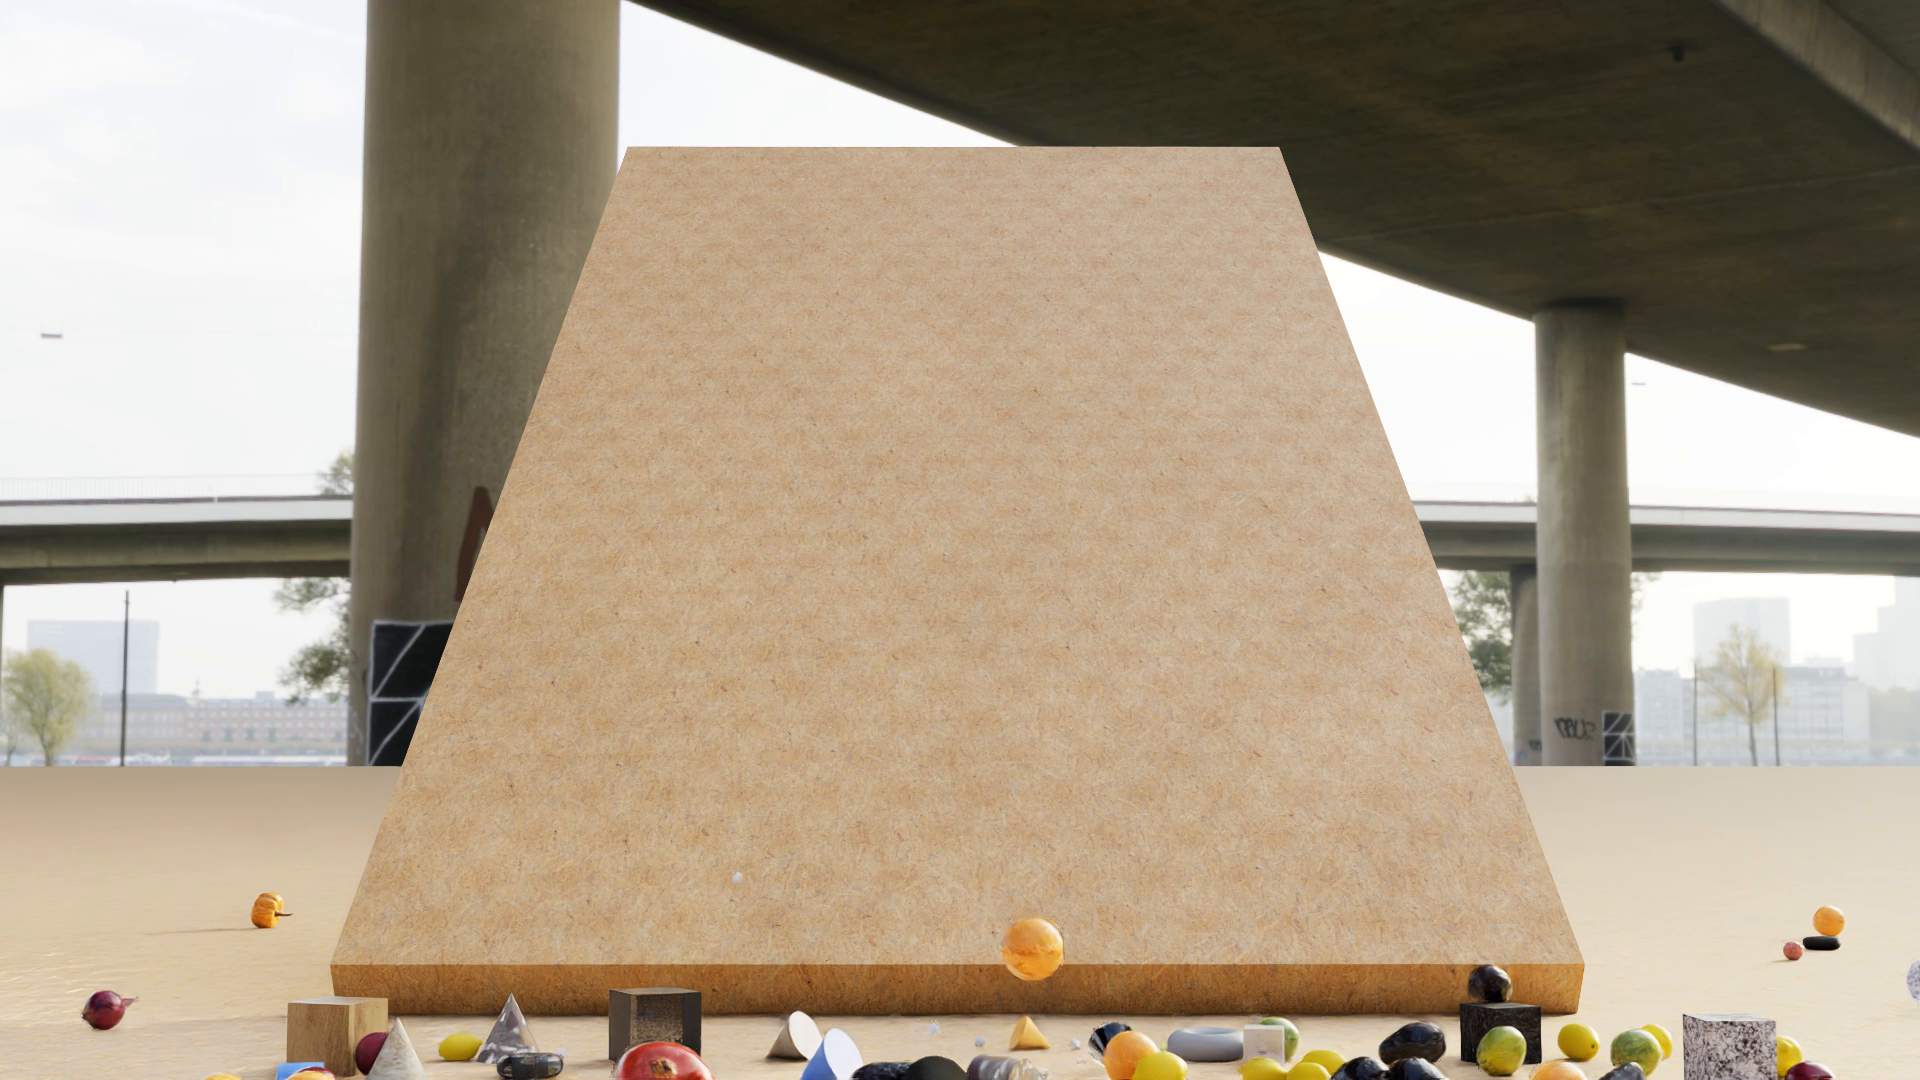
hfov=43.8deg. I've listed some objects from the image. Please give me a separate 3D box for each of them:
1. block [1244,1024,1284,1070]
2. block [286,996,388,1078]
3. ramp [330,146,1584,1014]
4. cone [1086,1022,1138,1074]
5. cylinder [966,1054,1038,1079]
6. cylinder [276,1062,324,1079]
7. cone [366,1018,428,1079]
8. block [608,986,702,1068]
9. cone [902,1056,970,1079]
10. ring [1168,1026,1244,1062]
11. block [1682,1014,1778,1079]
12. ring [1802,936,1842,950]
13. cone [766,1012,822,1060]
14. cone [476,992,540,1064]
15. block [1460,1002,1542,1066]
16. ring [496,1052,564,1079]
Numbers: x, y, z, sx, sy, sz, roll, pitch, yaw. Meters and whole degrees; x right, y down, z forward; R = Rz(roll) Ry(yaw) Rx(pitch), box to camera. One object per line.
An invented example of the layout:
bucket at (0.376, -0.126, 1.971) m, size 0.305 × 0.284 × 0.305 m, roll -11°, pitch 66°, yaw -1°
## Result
block at (0.407, 0.678, 3.192) m, size 0.052 × 0.052 × 0.052 m, roll -1°, pitch -5°, yaw 11°
block at (-0.818, 0.652, 3.139) m, size 0.092 × 0.092 × 0.092 m, roll -2°, pitch -6°, yaw 19°
ramp at (-0.011, -0.222, 5.592) m, size 2.000 × 0.100 × 4.000 m, roll 0°, pitch 28°, yaw 0°
cone at (0.206, 0.683, 3.135) m, size 0.069 × 0.069 × 0.069 m, roll 1°, pitch 26°, yaw -8°
cylinder at (0.049, 0.636, 2.790) m, size 0.062 × 0.062 × 0.062 m, roll -4°, pitch -7°, yaw 37°
cylinder at (-0.776, 0.642, 2.809) m, size 0.052 × 0.052 × 0.052 m, roll 1°, pitch -5°, yaw -13°
cone at (-0.715, 0.648, 3.035) m, size 0.082 × 0.082 × 0.082 m, roll 0°, pitch -5°, yaw 0°
block at (-0.415, 0.661, 3.251) m, size 0.094 × 0.094 × 0.094 m, roll 3°, pitch -6°, yaw -31°
cone at (-0.033, 0.642, 2.727) m, size 0.081 × 0.081 × 0.081 m, roll 1°, pitch -32°, yaw -11°
ring at (0.341, 0.693, 3.278) m, size 0.113 × 0.038 × 0.113 m, roll 0°, pitch -4°, yaw 0°
block at (0.963, 0.641, 2.987) m, size 0.087 × 0.087 × 0.087 m, roll 0°, pitch -5°, yaw -3°
ring at (1.868, 0.873, 5.174) m, size 0.080 × 0.027 × 0.080 m, roll -1°, pitch -6°, yaw 0°
cone at (-0.239, 0.695, 3.275) m, size 0.072 × 0.072 × 0.072 m, roll -31°, pitch -18°, yaw 22°
cone at (-0.614, 0.664, 3.264) m, size 0.091 × 0.091 × 0.091 m, roll 0°, pitch -5°, yaw 0°
block at (0.733, 0.669, 3.239) m, size 0.076 × 0.076 × 0.076 m, roll 3°, pitch -6°, yaw -26°
ring at (-0.556, 0.679, 3.085) m, size 0.086 × 0.029 × 0.086 m, roll -1°, pitch -6°, yaw 0°
